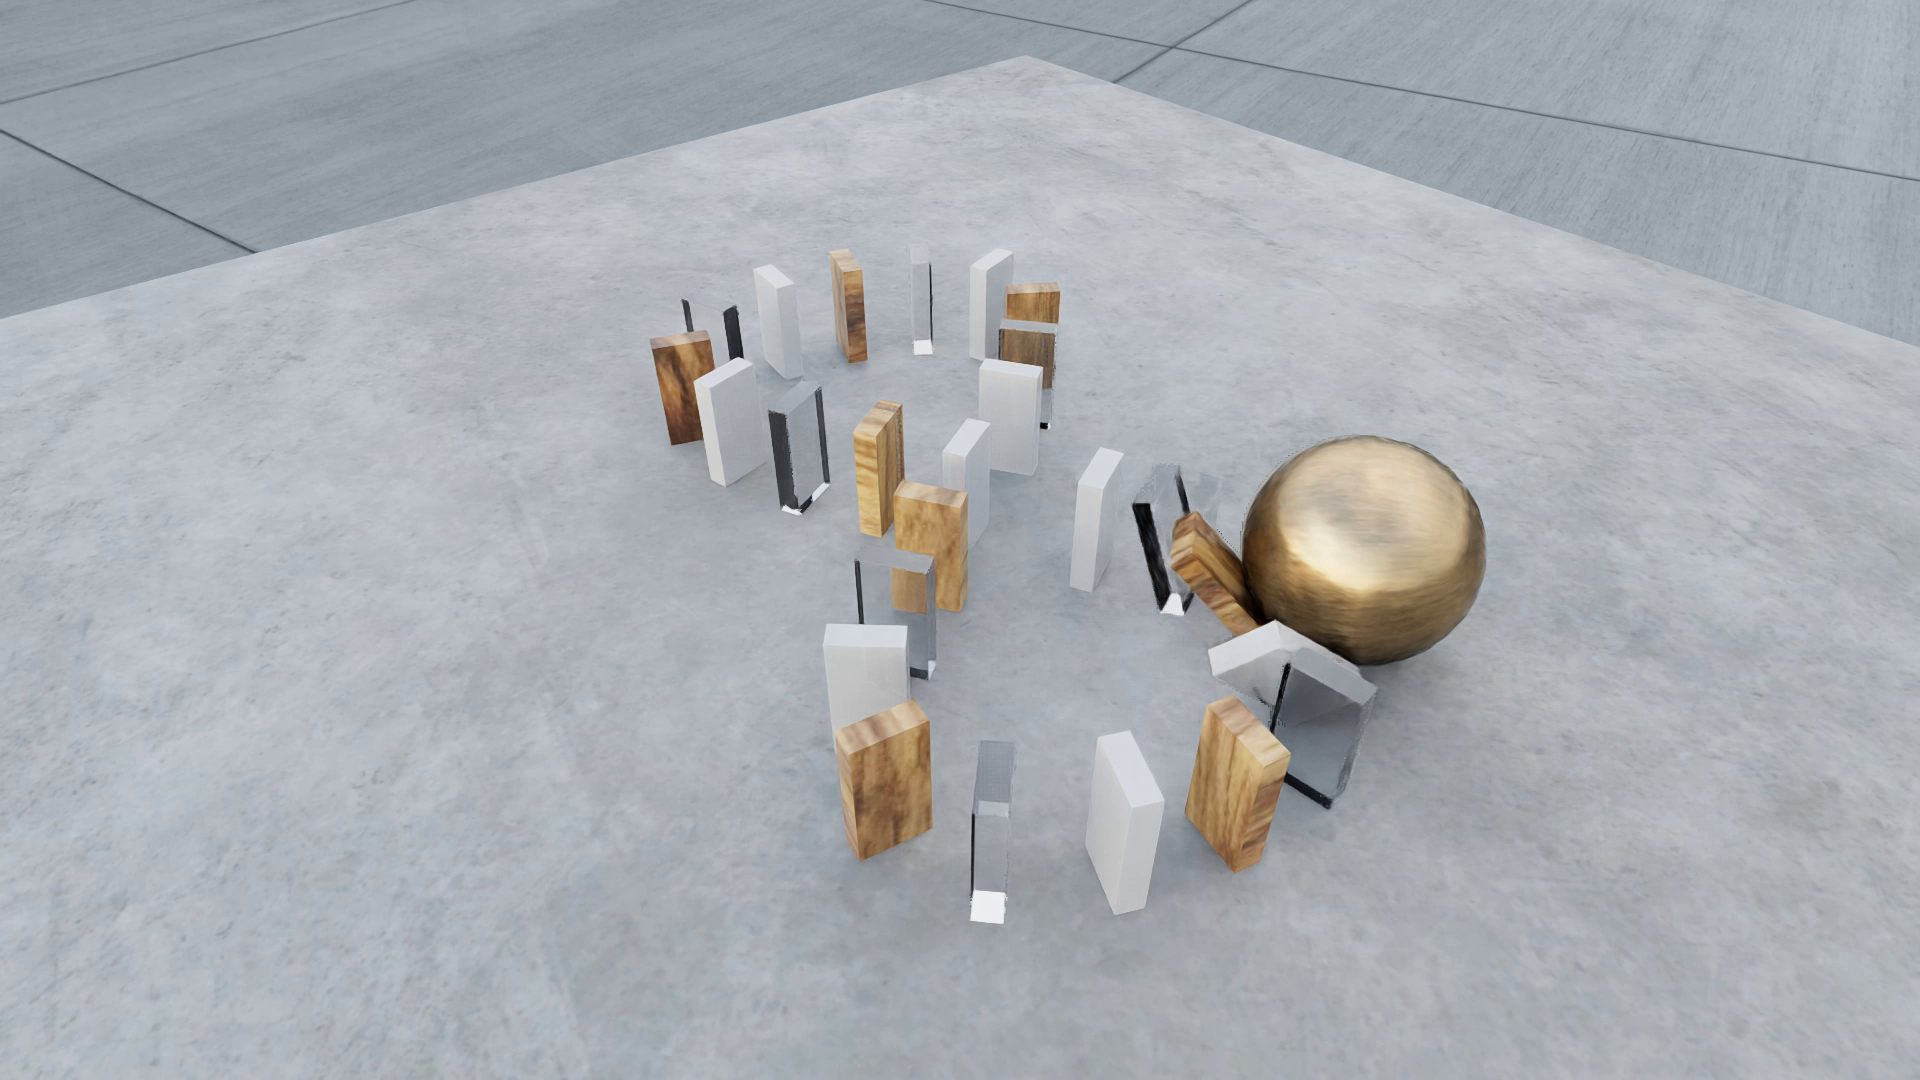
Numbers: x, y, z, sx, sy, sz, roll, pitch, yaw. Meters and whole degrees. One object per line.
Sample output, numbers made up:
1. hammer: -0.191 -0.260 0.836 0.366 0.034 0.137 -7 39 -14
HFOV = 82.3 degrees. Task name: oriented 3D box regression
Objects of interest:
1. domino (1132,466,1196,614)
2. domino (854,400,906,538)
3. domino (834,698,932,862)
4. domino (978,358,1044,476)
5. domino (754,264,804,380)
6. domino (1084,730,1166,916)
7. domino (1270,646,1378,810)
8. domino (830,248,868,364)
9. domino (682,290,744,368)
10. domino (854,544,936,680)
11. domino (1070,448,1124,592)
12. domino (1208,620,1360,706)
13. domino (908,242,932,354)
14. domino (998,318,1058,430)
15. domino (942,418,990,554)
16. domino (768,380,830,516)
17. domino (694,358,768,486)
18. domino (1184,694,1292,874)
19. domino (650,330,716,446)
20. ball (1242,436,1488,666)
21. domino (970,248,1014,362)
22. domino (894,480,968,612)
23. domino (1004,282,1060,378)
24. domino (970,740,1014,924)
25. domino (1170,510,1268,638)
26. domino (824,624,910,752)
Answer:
1. domino: 0.078 0.000 0.410 0.009 0.050 0.025 2 36 33
2. domino: -0.032 -0.029 0.446 0.009 0.050 0.025 14 41 16
3. domino: -0.022 0.071 0.324 0.025 0.050 0.009 -20 43 -22
4. domino: 0.021 -0.053 0.476 0.025 0.050 0.009 11 41 13
5. domino: -0.089 -0.107 0.542 0.009 0.050 0.025 -23 45 -26
6. domino: 0.046 0.081 0.313 0.010 0.050 0.025 -10 40 -12
7. domino: 0.110 0.059 0.340 0.025 0.050 0.009 31 51 32
8. domino: -0.056 -0.118 0.555 0.009 0.050 0.025 -13 41 -16
9. domino: -0.116 -0.091 0.522 0.025 0.050 0.009 21 44 24
10. domino: -0.022 0.025 0.380 0.025 0.050 0.010 10 40 12
11. domino: 0.052 -0.007 0.420 0.009 0.050 0.025 16 42 18
12. domino: 0.106 0.043 0.357 0.050 0.025 0.009 26 46 -37
13. domino: -0.020 -0.123 0.562 0.010 0.050 0.025 -3 39 -4
14. domino: 0.031 -0.076 0.504 0.025 0.050 0.010 7 40 9
15. domino: 0.003 -0.020 0.436 0.009 0.050 0.025 15 42 18
16. domino: -0.066 -0.038 0.458 0.009 0.050 0.025 17 42 20
17. domino: -0.098 -0.050 0.473 0.010 0.050 0.025 26 46 28
18. domino: 0.081 0.072 0.323 0.010 0.050 0.025 -18 43 -21
19. domino: -0.122 -0.068 0.495 0.025 0.050 0.009 -13 41 -15
20. ball: 0.139 0.004 0.383 0.080 0.080 0.080 0 39 0
21. domino: 0.016 -0.119 0.556 0.009 0.050 0.025 23 45 26
22. domino: -0.010 0.003 0.408 0.025 0.050 0.009 12 41 14
23. domino: 0.034 -0.099 0.532 0.025 0.050 0.009 -4 39 -5
24. domino: 0.009 0.083 0.310 0.009 0.050 0.025 4 39 5
25. domino: 0.096 0.015 0.398 0.009 0.050 0.025 -31 25 33
26. domino: -0.029 0.049 0.352 0.025 0.050 0.010 1 39 2
